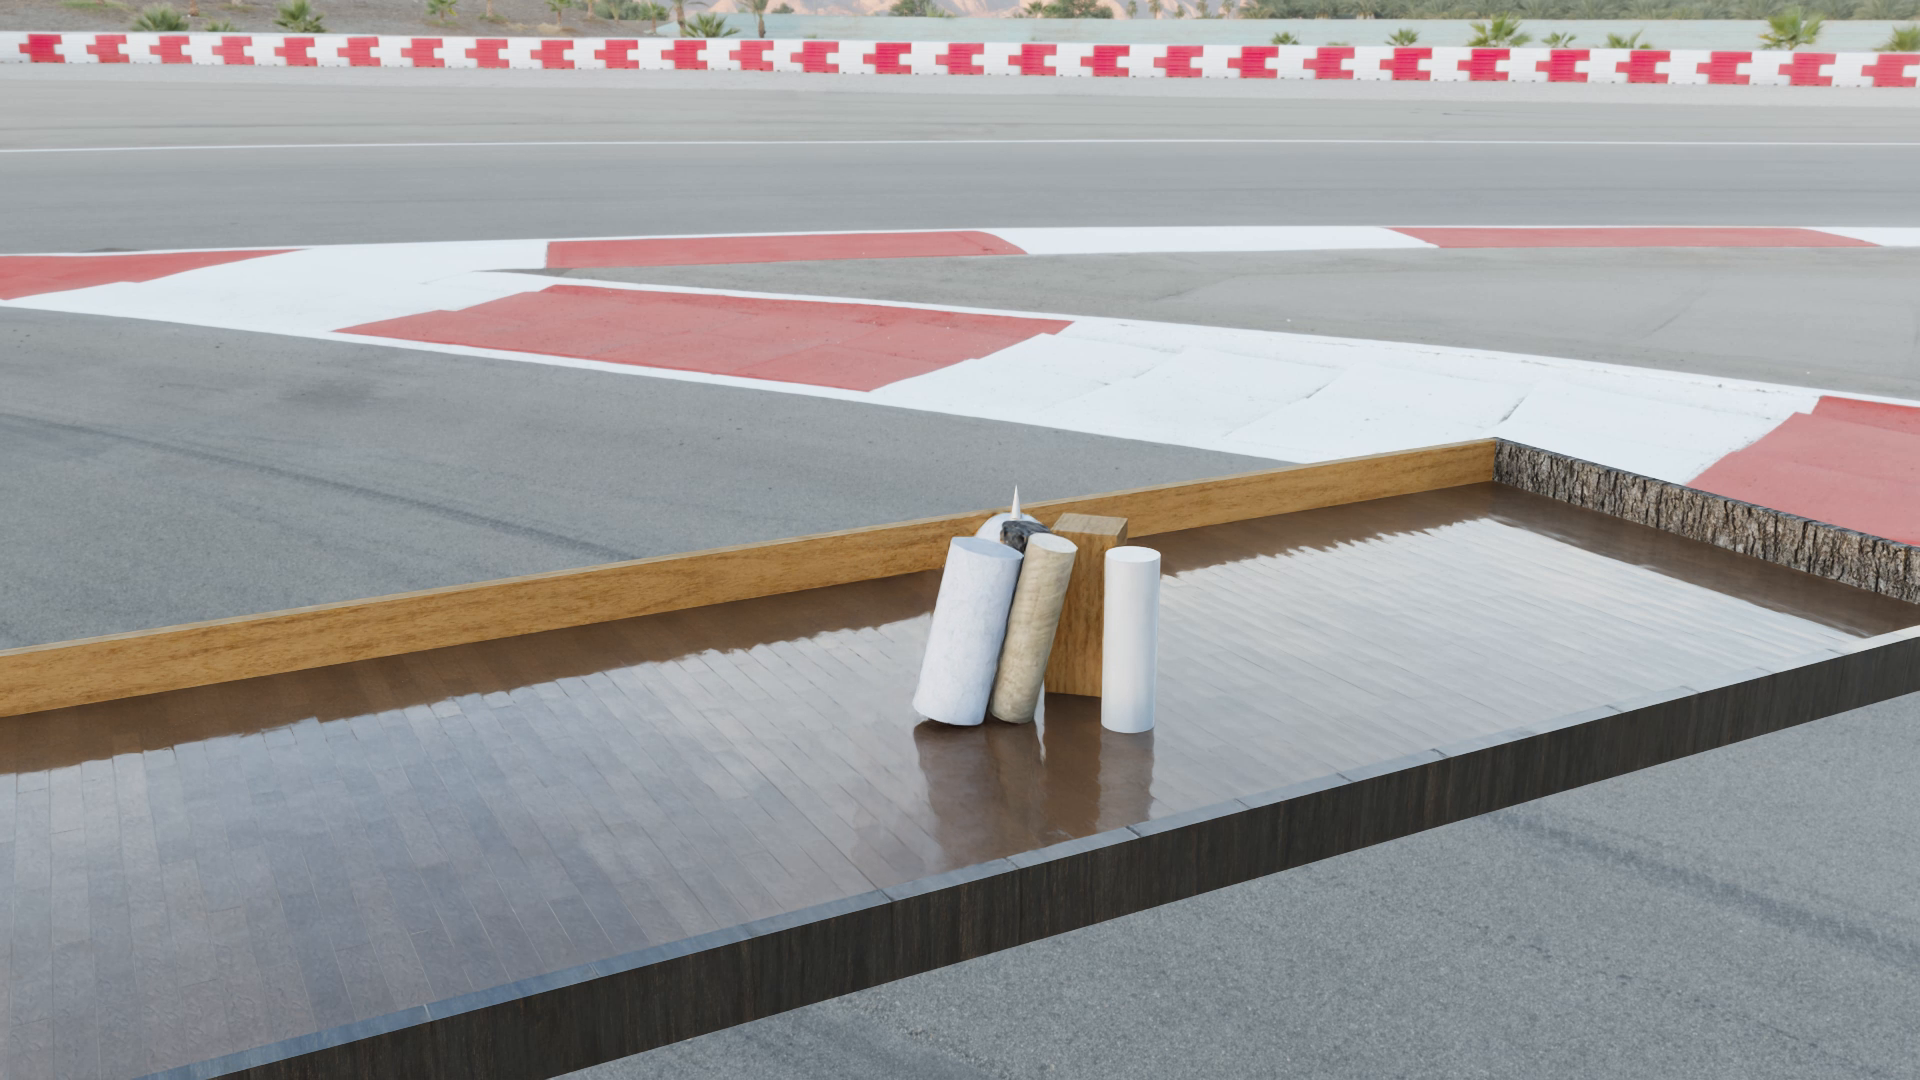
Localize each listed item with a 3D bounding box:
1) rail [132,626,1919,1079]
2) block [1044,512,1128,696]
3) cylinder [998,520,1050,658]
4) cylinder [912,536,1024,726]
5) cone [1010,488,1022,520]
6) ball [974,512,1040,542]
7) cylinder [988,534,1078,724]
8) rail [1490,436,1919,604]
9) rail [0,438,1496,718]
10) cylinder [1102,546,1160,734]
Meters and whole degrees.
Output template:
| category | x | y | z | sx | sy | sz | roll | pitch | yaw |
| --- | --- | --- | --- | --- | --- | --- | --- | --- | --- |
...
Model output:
| category | x | y | z | sx | sy | sz | roll | pitch | yaw |
| --- | --- | --- | --- | --- | --- | --- | --- | --- | --- |
| rail | -2.336 | 1.006 | 1.665 | 12.000 | 0.150 | 0.050 | -9 | 18 | -27 |
| block | 0.312 | 0.159 | 4.075 | 0.161 | 0.413 | 0.161 | 5 | 17 | 14 |
| cylinder | 0.138 | 0.157 | 4.097 | 0.132 | 0.392 | 0.132 | 8 | 17 | -3 |
| cylinder | 0.018 | 0.212 | 3.859 | 0.172 | 0.408 | 0.172 | 13 | 13 | -3 |
| cone | 0.147 | 0.065 | 4.351 | 0.139 | 0.442 | 0.139 | 0 | 16 | 0 |
| ball | 0.149 | 0.036 | 4.696 | 0.234 | 0.234 | 0.234 | 0 | 16 | 0 |
| cylinder | 0.166 | 0.207 | 3.850 | 0.113 | 0.437 | 0.113 | 12 | 19 | -4 |
| rail | 2.466 | -0.048 | 5.253 | 0.050 | 0.150 | 2.100 | -9 | 18 | -27 |
| rail | -3.305 | 0.497 | 3.399 | 12.000 | 0.150 | 0.050 | -9 | 18 | -27 |
| cylinder | 0.396 | 0.231 | 3.832 | 0.126 | 0.415 | 0.126 | 0 | 16 | 0 |
